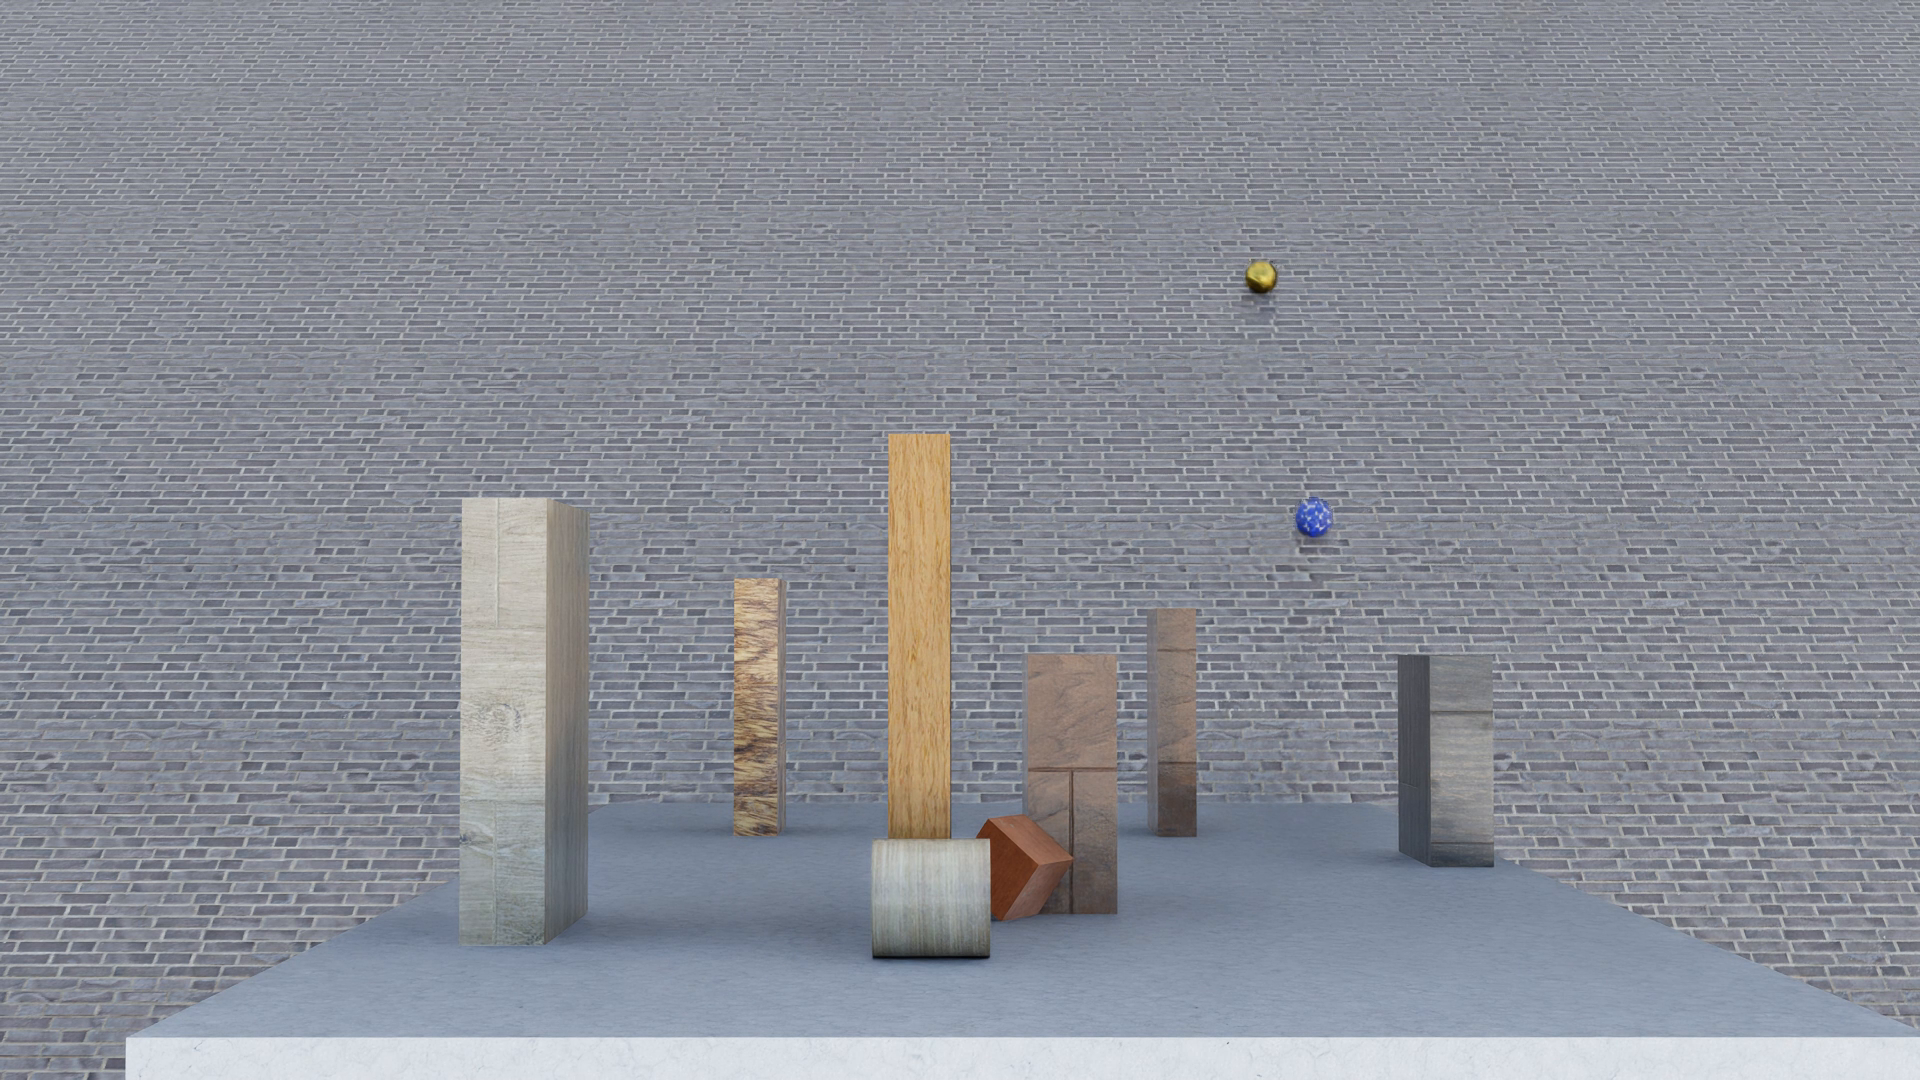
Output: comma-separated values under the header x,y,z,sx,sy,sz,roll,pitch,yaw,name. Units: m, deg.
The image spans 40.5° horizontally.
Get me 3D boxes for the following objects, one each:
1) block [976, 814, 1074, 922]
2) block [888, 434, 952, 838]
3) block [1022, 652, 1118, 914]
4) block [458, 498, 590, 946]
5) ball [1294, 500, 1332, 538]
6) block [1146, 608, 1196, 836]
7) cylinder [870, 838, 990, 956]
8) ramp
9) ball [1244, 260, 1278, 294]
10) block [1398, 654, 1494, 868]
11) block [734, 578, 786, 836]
x,y,z,sx,sy,sz,roll,pitch,yaw,name
0.083,0.514,4.083,0.113,0.113,0.113,40,19,26,block
-0.058,0.222,3.908,0.088,0.730,0.436,0,-2,0,block
0.179,0.396,4.335,0.142,0.412,0.391,0,-2,0,block
-0.656,0.268,3.948,0.122,0.641,0.435,0,-2,0,block
1.083,-0.066,7.962,0.114,0.114,0.114,0,36,0,ball
0.478,0.407,5.880,0.086,0.503,0.317,0,-2,0,block
-0.040,0.495,3.599,0.162,0.162,0.162,0,36,0,cylinder
0.079,0.672,4.867,2.000,0.100,4.000,0,-2,0,ramp
1.060,-0.926,9.155,0.116,0.116,0.116,0,36,0,ball
0.960,0.431,5.156,0.121,0.403,0.366,0,-2,0,block
-0.451,0.375,5.890,0.096,0.569,0.292,0,-2,0,block
